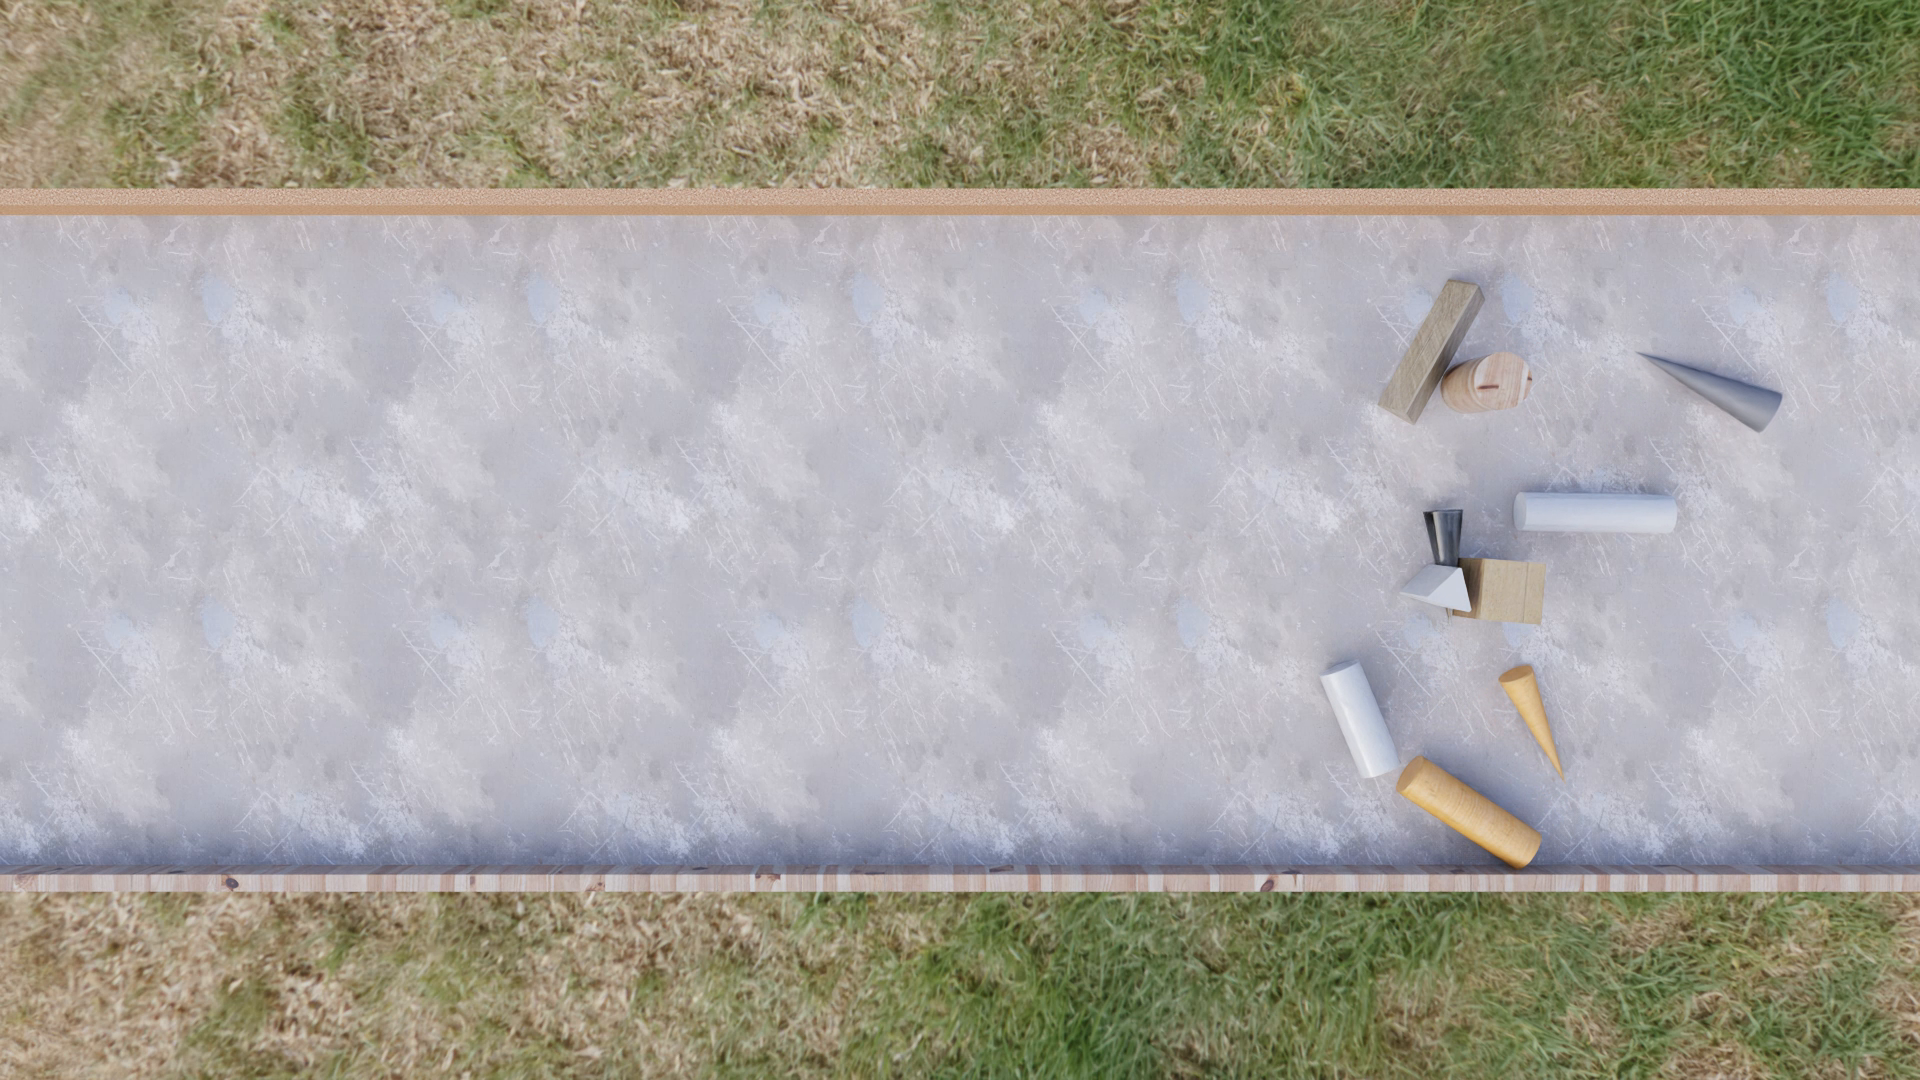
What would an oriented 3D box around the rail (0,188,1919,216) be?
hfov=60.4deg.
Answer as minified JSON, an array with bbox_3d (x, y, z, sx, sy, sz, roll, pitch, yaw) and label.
[{"bbox_3d":[-2.247,-1.025,5.002,12.000,0.150,0.050,0,90,0],"label":"rail"}]

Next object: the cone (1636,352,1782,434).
[{"bbox_3d":[2.267,-0.483,5.043,0.437,0.135,0.135,27,90,9],"label":"cone"}]

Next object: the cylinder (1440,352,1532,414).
[{"bbox_3d":[1.550,-0.460,4.874,0.163,0.395,0.163,0,93,3],"label":"cylinder"}]

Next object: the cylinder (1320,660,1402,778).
[{"bbox_3d":[1.216,0.543,5.012,0.129,0.129,0.334,-22,90,0],"label":"cylinder"}]

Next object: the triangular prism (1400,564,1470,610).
[{"bbox_3d":[1.430,0.131,4.921,0.129,0.308,0.112,17,91,0],"label":"triangular prism"}]

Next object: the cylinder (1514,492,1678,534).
[{"bbox_3d":[1.930,-0.083,5.018,0.452,0.118,0.118,1,90,0],"label":"cylinder"}]

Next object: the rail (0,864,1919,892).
[{"bbox_3d":[-2.247,1.025,5.001,12.000,0.150,0.050,0,90,0],"label":"rail"}]

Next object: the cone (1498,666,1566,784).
[{"bbox_3d":[1.778,0.581,5.050,0.108,0.108,0.391,-27,98,0],"label":"cone"}]

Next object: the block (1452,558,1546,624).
[{"bbox_3d":[1.597,0.149,4.919,0.177,0.315,0.177,5,90,0],"label":"block"}]

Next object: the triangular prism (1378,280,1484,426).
[{"bbox_3d":[1.449,-0.577,5.018,0.129,0.111,0.444,30,90,0],"label":"triangular prism"}]

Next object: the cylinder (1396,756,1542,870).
[{"bbox_3d":[1.544,0.827,5.010,0.428,0.134,0.134,33,90,0],"label":"cylinder"}]

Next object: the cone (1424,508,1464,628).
[{"bbox_3d":[1.483,0.093,5.024,0.119,0.119,0.366,-4,92,0],"label":"cone"}]
